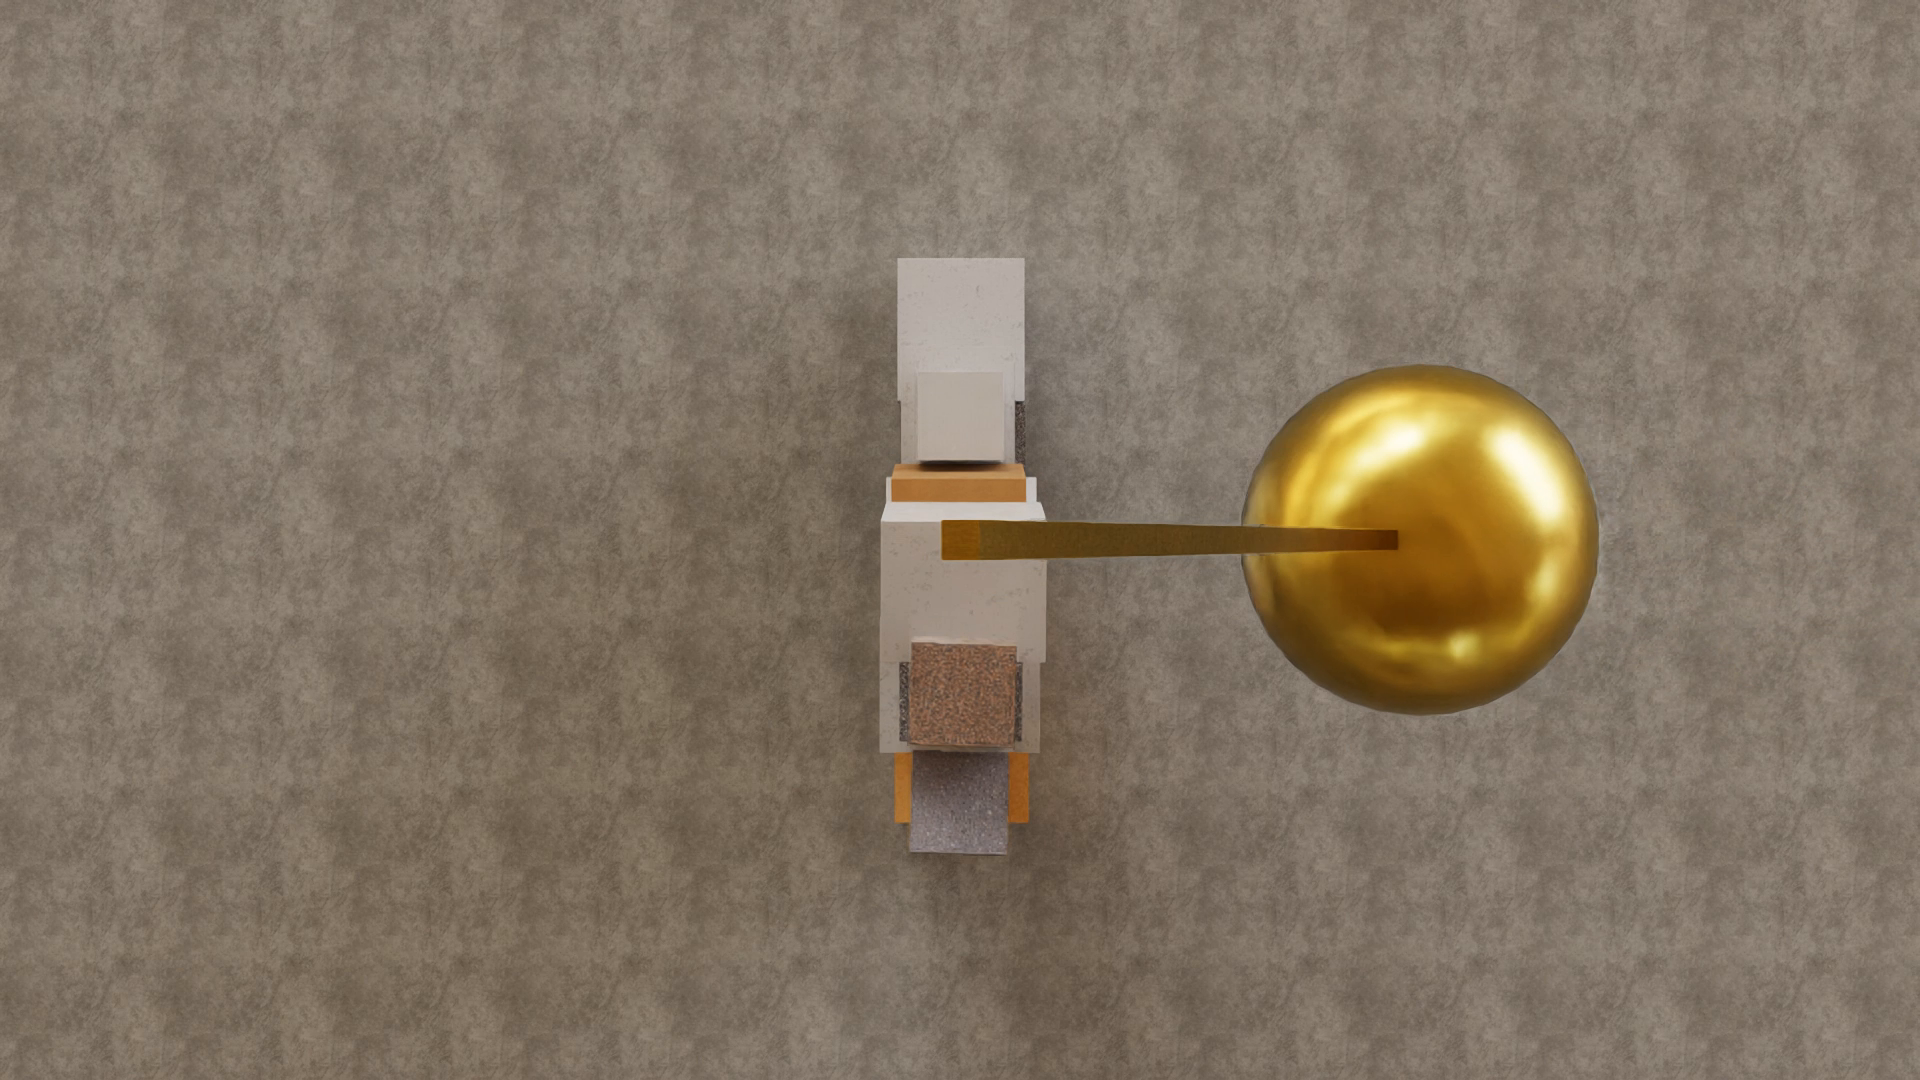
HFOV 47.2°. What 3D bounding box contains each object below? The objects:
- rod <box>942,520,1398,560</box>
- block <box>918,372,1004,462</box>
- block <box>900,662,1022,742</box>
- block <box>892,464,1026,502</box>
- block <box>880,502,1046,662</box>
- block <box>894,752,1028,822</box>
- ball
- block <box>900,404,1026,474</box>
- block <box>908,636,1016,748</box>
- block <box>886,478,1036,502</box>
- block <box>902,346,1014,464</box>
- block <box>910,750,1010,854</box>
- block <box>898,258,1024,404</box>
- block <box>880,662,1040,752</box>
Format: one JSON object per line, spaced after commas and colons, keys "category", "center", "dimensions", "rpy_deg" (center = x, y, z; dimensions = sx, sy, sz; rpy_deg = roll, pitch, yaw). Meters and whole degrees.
{"category": "rod", "center": [0.899, 0.000, 6.793], "dimensions": [0.080, 5.200, 0.080], "rpy_deg": [0, 90, 20]}
{"category": "block", "center": [0.002, -0.593, 10.637], "dimensions": [0.405, 0.376, 0.421], "rpy_deg": [0, 91, 0]}
{"category": "block", "center": [0.003, 0.619, 10.572], "dimensions": [0.575, 0.564, 0.625], "rpy_deg": [0, 93, 0]}
{"category": "block", "center": [-0.005, -0.035, 10.545], "dimensions": [0.625, 0.641, 0.595], "rpy_deg": [0, 98, 0]}
{"category": "block", "center": [0.015, 0.177, 9.872], "dimensions": [0.715, 0.744, 0.615], "rpy_deg": [0, 98, 0]}
{"category": "block", "center": [0.010, 1.126, 12.552], "dimensions": [0.737, 0.897, 0.861], "rpy_deg": [0, 90, 0]}
{"category": "ball", "center": [2.074, 0.000, 9.983], "dimensions": [1.600, 1.600, 1.600], "rpy_deg": [0, 90, 0]}
{"category": "block", "center": [0.015, -0.400, 12.668], "dimensions": [0.702, 0.664, 0.718], "rpy_deg": [0, 90, 0]}
{"category": "block", "center": [0.010, 0.639, 9.343], "dimensions": [0.438, 0.383, 0.423], "rpy_deg": [2, 91, 0]}
{"category": "block", "center": [0.007, 0.017, 11.892], "dimensions": [0.784, 0.782, 0.691], "rpy_deg": [0, 90, 0]}
{"category": "block", "center": [-0.012, -0.630, 11.150], "dimensions": [0.556, 0.652, 0.660], "rpy_deg": [0, 91, 0]}
{"category": "block", "center": [-0.002, 1.136, 9.516], "dimensions": [0.413, 0.372, 0.427], "rpy_deg": [2, 83, 0]}
{"category": "block", "center": [0.005, -1.163, 12.576], "dimensions": [0.701, 0.848, 0.788], "rpy_deg": [0, 90, 0]}
{"category": "block", "center": [-0.001, 0.707, 11.188], "dimensions": [0.791, 0.659, 0.659], "rpy_deg": [0, 93, 0]}
